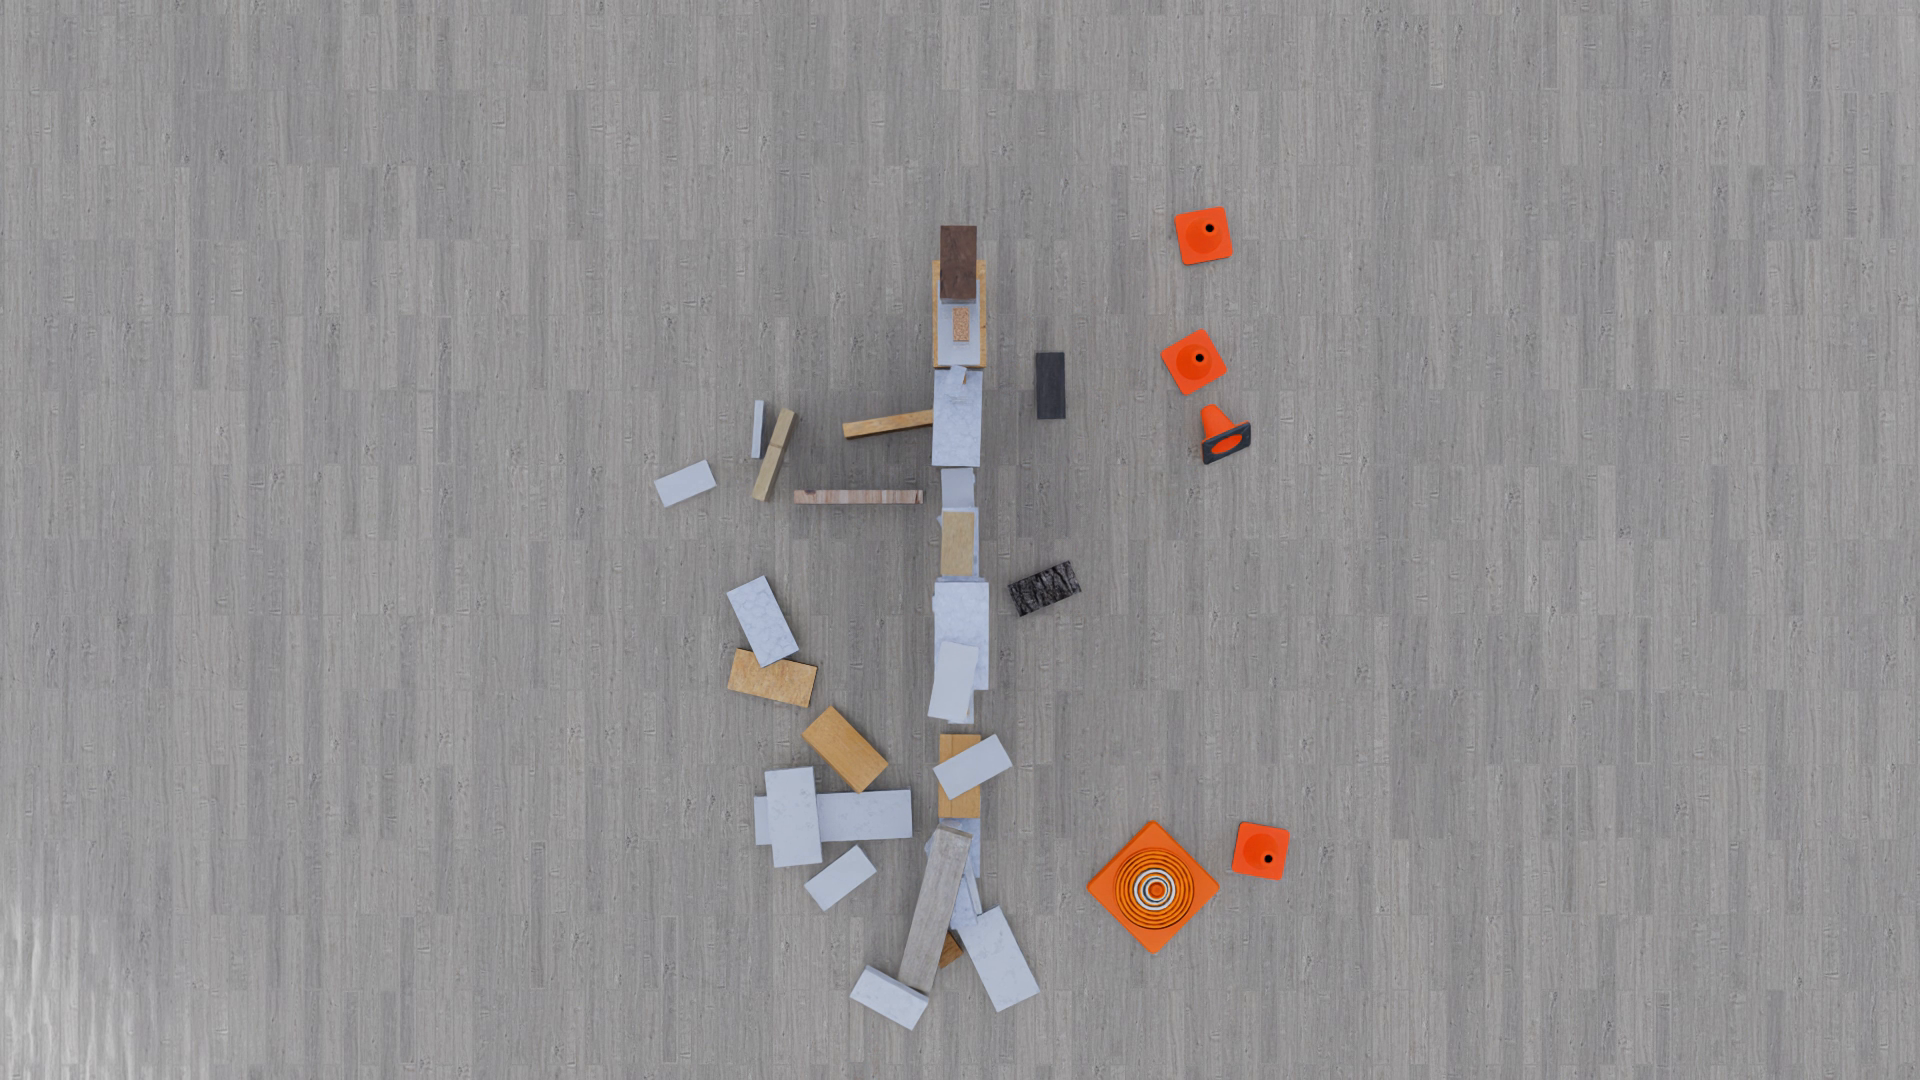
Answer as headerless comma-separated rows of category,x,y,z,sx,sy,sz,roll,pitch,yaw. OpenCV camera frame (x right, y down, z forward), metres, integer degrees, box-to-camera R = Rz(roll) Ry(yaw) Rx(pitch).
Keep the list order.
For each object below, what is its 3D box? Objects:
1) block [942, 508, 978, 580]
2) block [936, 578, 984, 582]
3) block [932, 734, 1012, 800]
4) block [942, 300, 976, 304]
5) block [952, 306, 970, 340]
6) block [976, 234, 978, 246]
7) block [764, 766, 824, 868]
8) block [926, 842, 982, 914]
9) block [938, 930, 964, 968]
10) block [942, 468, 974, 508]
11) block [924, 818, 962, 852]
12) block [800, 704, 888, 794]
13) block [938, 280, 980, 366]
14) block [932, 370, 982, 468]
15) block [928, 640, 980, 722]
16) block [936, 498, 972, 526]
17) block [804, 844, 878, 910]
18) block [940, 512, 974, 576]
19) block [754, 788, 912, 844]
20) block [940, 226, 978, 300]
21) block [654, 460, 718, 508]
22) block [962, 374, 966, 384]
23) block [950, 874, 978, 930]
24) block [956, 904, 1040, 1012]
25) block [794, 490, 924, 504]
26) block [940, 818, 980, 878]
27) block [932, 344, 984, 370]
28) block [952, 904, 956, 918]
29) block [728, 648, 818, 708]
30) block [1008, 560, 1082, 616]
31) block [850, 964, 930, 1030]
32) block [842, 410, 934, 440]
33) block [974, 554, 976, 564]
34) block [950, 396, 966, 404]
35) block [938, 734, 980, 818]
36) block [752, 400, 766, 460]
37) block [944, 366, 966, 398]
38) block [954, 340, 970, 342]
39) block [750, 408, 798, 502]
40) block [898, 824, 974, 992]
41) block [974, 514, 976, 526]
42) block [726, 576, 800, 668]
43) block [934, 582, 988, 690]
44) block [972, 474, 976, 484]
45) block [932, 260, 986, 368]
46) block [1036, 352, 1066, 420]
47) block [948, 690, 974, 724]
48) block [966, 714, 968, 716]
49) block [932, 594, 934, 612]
block,0.001,0.013,5.032,0.111,0.031,0.222,0,90,0
block,0.002,0.268,5.176,0.151,0.043,0.302,0,90,0
block,0.042,0.747,5.425,0.236,0.033,0.118,-28,80,-6
block,-0.004,-0.707,4.738,0.102,0.204,0.029,-1,90,0
block,0.003,-0.621,4.739,0.047,0.013,0.095,-1,90,0
block,-0.003,-0.844,4.879,0.102,0.487,0.029,0,90,0
block,-0.547,0.910,5.433,0.158,0.045,0.315,-6,90,0
block,-0.020,1.115,5.441,0.136,0.039,0.272,-11,104,3
block,-0.075,1.326,5.487,0.089,0.025,0.178,-35,90,0
block,-0.005,-0.128,5.284,0.101,0.029,0.202,-3,90,0
block,-0.054,0.972,5.398,0.067,0.019,0.134,12,46,28
block,-0.382,0.694,5.457,0.274,0.039,0.137,46,69,0
block,-0.004,-0.640,4.858,0.124,0.035,0.248,0,90,0
block,-0.009,-0.381,5.180,0.149,0.042,0.299,2,90,0
block,-0.019,0.410,4.782,0.111,0.031,0.221,11,90,0
block,-0.019,-0.086,5.159,0.111,0.222,0.031,-35,90,0
block,-0.397,1.122,5.484,0.221,0.031,0.111,-37,90,0
block,-0.007,0.011,4.816,0.093,0.026,0.186,2,91,0
block,-0.419,0.918,5.478,0.518,0.045,0.158,-3,90,0
block,-0.005,-0.777,4.621,0.102,0.029,0.204,1,90,0
block,-0.912,-0.188,5.487,0.187,0.027,0.094,-23,90,0
block,-0.005,-0.505,5.111,0.048,0.095,0.014,1,77,0
block,-0.005,1.188,5.418,0.089,0.025,0.178,-11,104,14
block,0.126,1.387,5.478,0.158,0.045,0.315,-26,90,0
block,-0.330,-0.140,5.423,0.418,0.153,0.043,0,90,0
block,-0.001,0.981,5.481,0.136,0.039,0.272,1,90,0
block,-0.002,-0.592,5.335,0.165,0.330,0.047,0,90,0
block,-0.056,1.143,5.388,0.089,0.025,0.178,7,108,9
block,-0.622,0.457,5.481,0.275,0.039,0.137,13,90,0
block,0.281,0.162,5.484,0.221,0.031,0.111,-22,90,0
block,-0.234,1.516,5.467,0.236,0.033,0.118,29,107,0
block,-0.226,-0.379,5.423,0.307,0.153,0.043,-9,90,0
block,0.002,0.059,4.923,0.093,0.186,0.026,0,90,0
block,-0.005,-0.433,5.111,0.048,0.095,0.014,2,88,0
block,-0.001,0.781,5.455,0.136,0.039,0.272,1,79,0
block,-0.664,-0.364,5.453,0.027,0.094,0.187,4,90,0
block,-0.015,-0.487,5.056,0.048,0.014,0.095,16,90,0
block,0.004,-0.590,4.793,0.047,0.094,0.013,0,90,0
block,-0.607,-0.277,5.423,0.043,0.153,0.307,19,90,0
block,-0.083,1.205,5.381,0.118,0.033,0.593,16,109,6
block,0.002,-0.059,4.922,0.093,0.186,0.026,0,94,0
block,-0.651,0.271,5.458,0.137,0.039,0.275,-25,83,-6
block,0.005,0.279,4.820,0.156,0.044,0.312,0,90,0
block,-0.002,-0.195,5.399,0.101,0.202,0.029,-2,90,0
block,-0.002,-0.704,5.146,0.165,0.047,0.330,-1,90,0
block,0.302,-0.513,5.487,0.094,0.027,0.219,-1,90,0
block,0.002,0.507,5.321,0.084,0.024,0.167,0,90,0
block,-0.009,0.509,5.256,0.067,0.019,0.134,-4,134,0
block,-0.003,0.185,4.998,0.156,0.312,0.044,0,91,0
